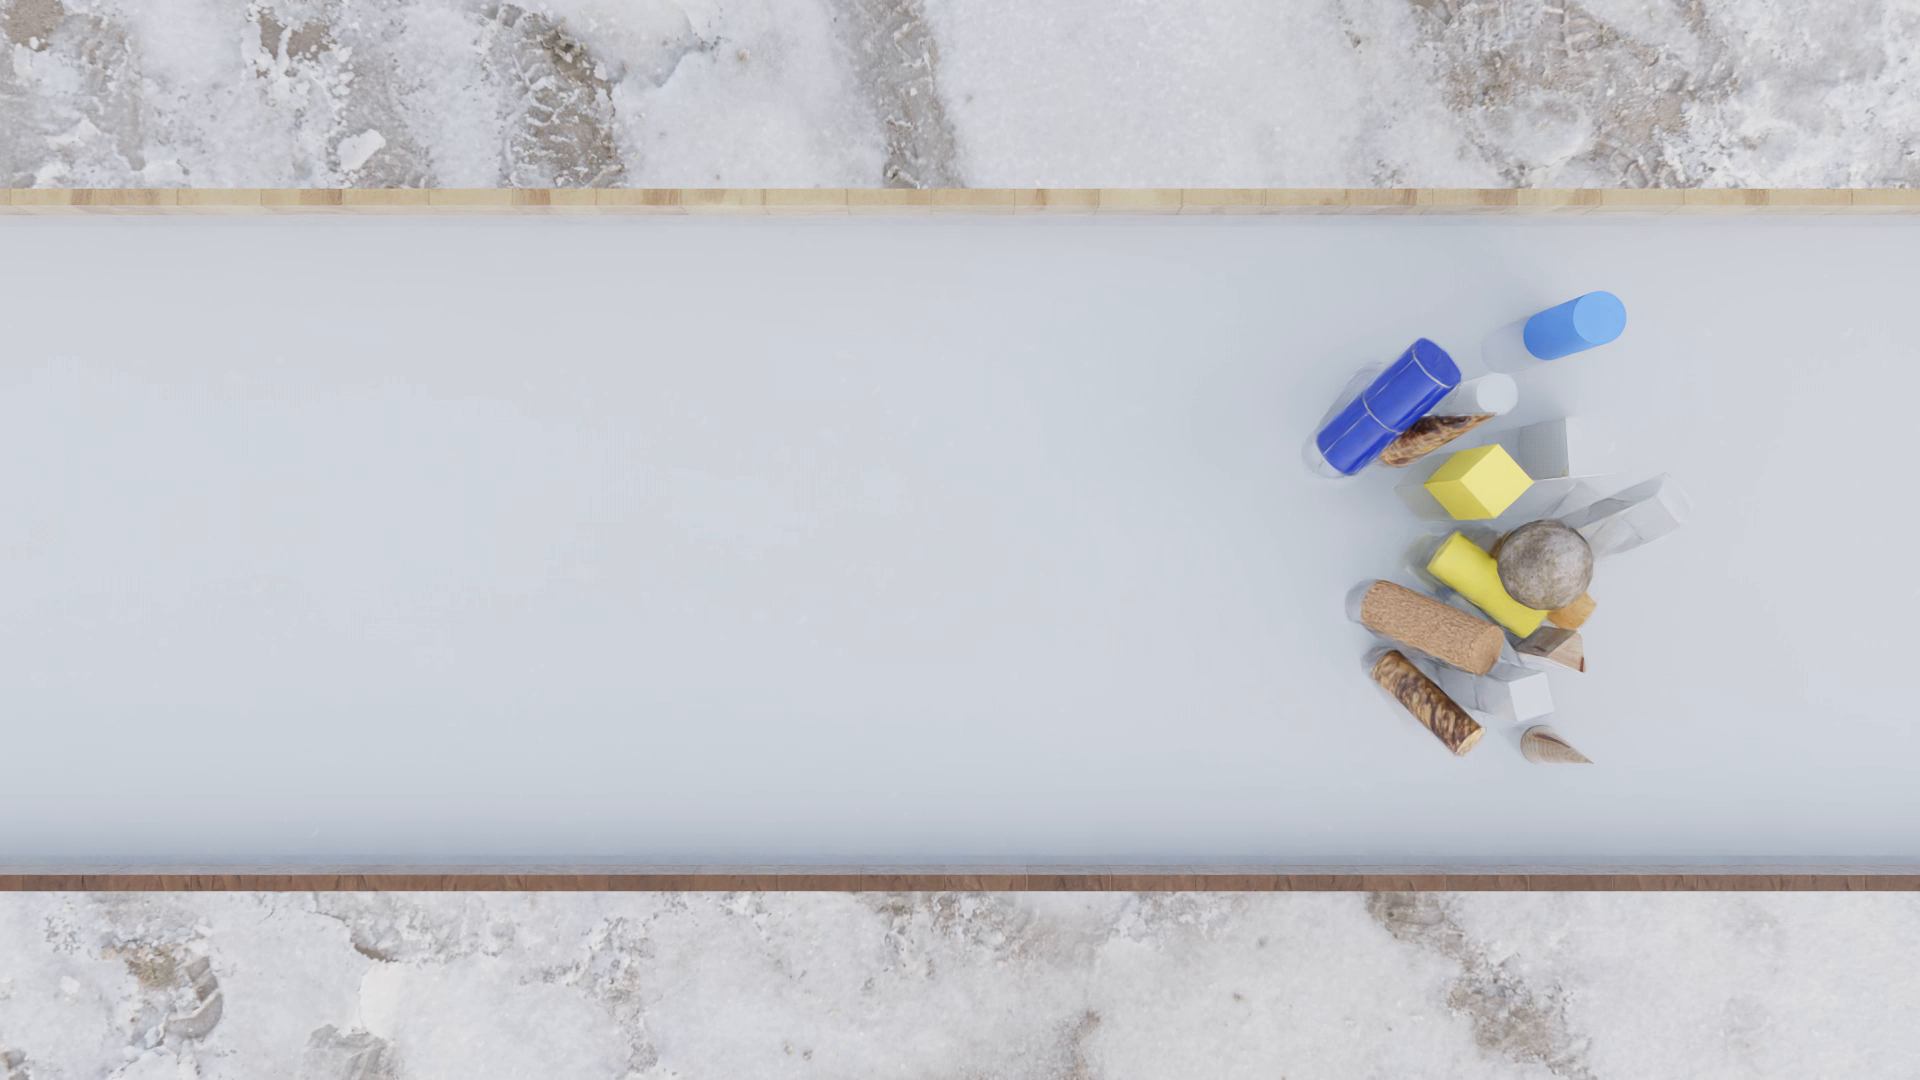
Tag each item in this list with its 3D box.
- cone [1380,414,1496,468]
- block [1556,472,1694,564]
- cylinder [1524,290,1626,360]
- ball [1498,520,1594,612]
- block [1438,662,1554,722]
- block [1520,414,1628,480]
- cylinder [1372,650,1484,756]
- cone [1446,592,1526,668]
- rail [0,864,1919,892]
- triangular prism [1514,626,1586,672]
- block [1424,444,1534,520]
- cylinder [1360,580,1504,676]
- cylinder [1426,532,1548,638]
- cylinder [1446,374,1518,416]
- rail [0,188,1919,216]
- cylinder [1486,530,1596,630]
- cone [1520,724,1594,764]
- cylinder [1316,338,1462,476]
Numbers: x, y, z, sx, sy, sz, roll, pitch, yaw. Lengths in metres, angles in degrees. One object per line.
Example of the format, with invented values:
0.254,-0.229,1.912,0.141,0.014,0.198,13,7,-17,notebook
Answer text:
1.422,-0.327,4.838,0.162,0.449,0.162,3,82,-23,cone
1.935,-0.045,4.872,0.125,0.407,0.125,48,51,-8,block
1.809,-0.629,4.870,0.152,0.413,0.152,0,90,0,cylinder
1.682,0.074,4.743,0.262,0.262,0.262,0,90,0,ball
1.568,0.433,4.842,0.115,0.452,0.115,-15,94,-8,block
1.812,-0.270,4.885,0.168,0.383,0.168,-4,90,0,block
1.397,0.485,4.934,0.113,0.113,0.353,-43,57,0,cylinder
1.616,0.311,4.940,0.103,0.103,0.384,-34,62,0,cone
-2.247,1.025,5.001,12.000,0.150,0.050,0,90,0,rail
1.769,0.311,4.918,0.121,0.317,0.104,22,90,0,triangular prism
1.531,-0.168,4.890,0.151,0.372,0.151,-43,90,0,block
1.392,0.256,4.883,0.153,0.394,0.153,-19,120,-35,cylinder
1.579,0.134,4.922,0.344,0.143,0.143,37,90,7,cylinder
1.555,-0.423,4.926,0.121,0.301,0.121,0,90,0,cylinder
-2.247,-1.025,5.002,12.000,0.150,0.050,0,90,0,rail
1.751,0.129,4.996,0.331,0.133,0.133,40,90,5,cylinder
1.786,0.630,4.858,0.122,0.437,0.122,0,90,0,cone
1.262,-0.387,4.878,0.173,0.173,0.430,43,127,0,cylinder
